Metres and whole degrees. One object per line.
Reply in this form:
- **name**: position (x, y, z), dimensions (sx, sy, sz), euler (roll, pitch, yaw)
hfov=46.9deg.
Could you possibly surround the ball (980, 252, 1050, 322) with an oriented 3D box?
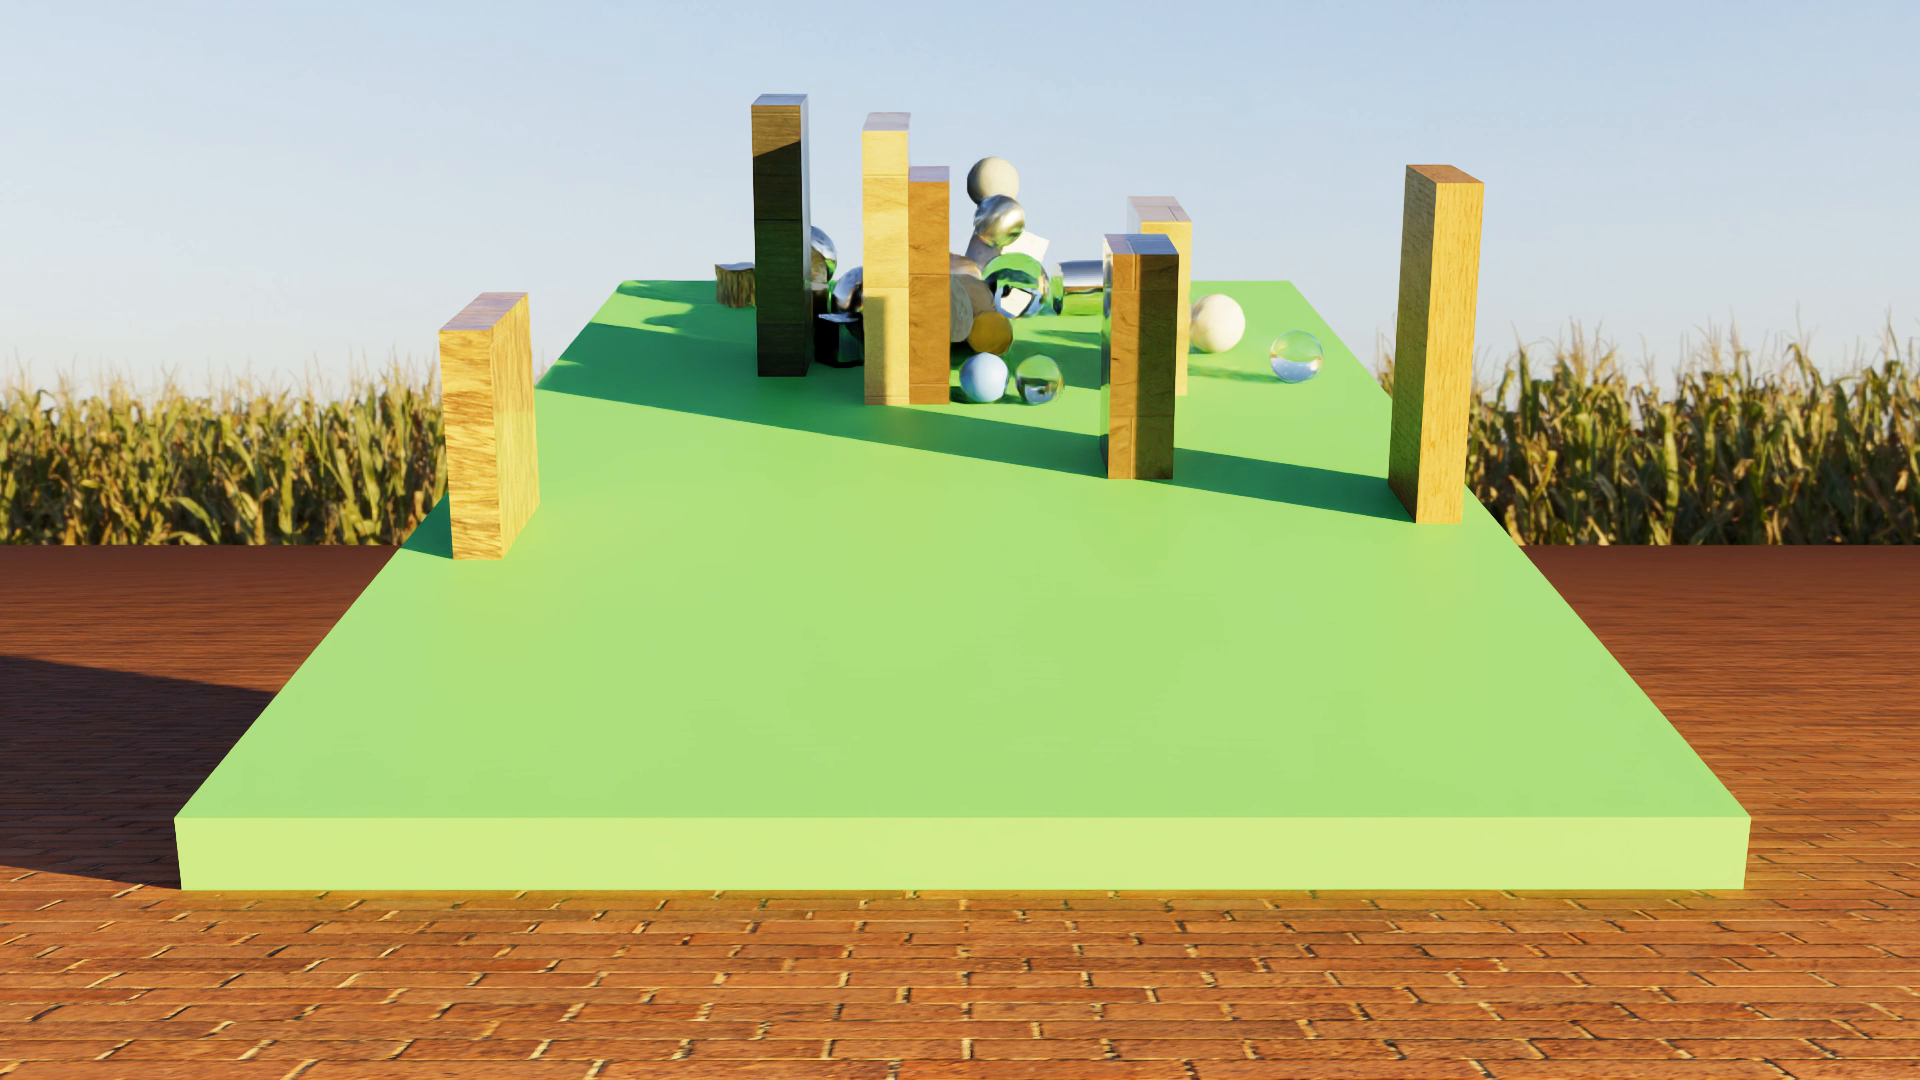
- **ball**: position (0.142, -0.660, 5.762), dimensions (0.181, 0.181, 0.181), euler (0, 0, 0)

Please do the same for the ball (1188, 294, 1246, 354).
- **ball**: position (0.643, -0.546, 5.589), dimensions (0.152, 0.152, 0.152), euler (0, 0, 0)

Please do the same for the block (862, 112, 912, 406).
- **block**: position (-0.167, -0.663, 5.159), dimensions (0.101, 0.617, 0.420), euler (0, 16, 0)

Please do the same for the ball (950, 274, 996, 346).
- **ball**: position (0.001, -0.587, 5.651), dimensions (0.185, 0.185, 0.185), euler (0, 0, 0)

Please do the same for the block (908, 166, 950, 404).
- **block**: position (-0.069, -0.592, 5.116), dimensions (0.092, 0.505, 0.290), euler (0, 16, 0)

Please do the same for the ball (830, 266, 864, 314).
- **ball**: position (-0.232, -0.607, 5.698), dimensions (0.204, 0.204, 0.204), euler (0, 0, 0)

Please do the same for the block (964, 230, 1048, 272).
- **block**: position (0.124, -0.794, 6.141), dimensions (0.147, 0.147, 0.147), euler (16, 5, -41)

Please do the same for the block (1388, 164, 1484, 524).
- **block**: position (0.889, -0.372, 4.154), dimensions (0.084, 0.629, 0.280), euler (0, 16, 0)

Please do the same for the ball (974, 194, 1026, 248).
- **ball**: position (0.106, -0.857, 5.942), dimensions (0.140, 0.140, 0.140), euler (0, 0, 0)

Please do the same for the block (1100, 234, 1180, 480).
- **block**: position (0.360, -0.375, 4.478), dimensions (0.129, 0.451, 0.266), euler (0, 16, 0)

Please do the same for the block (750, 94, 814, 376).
- **block**: position (-0.430, -0.745, 5.387), dimensions (0.115, 0.645, 0.297), euler (0, 16, 0)

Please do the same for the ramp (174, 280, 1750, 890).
- **ramp**: position (-0.002, -0.166, 4.740), dimensions (2.000, 0.100, 4.000), euler (0, 16, 0)

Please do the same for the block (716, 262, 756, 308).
- **block**: position (-0.617, -0.720, 6.254), dimensions (0.107, 0.107, 0.107), euler (-9, 19, -28)

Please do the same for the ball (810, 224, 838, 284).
- **ball**: position (-0.455, -0.813, 6.401), dimensions (0.202, 0.202, 0.202), euler (0, 0, 0)

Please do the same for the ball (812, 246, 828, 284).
- **ball**: position (-0.468, -0.740, 6.158), dimensions (0.198, 0.198, 0.198), euler (0, 0, 0)

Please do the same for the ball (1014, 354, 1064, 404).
- **ball**: position (0.179, -0.365, 5.040), dimensions (0.113, 0.113, 0.113), euler (0, 0, 0)

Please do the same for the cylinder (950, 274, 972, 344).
- **cylinder**: position (-0.090, -0.559, 5.498), dimensions (0.175, 0.175, 0.175), euler (-12, -7, 35)

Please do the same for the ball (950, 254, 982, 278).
- **ball**: position (-0.029, -0.671, 5.932), dimensions (0.195, 0.195, 0.195), euler (0, 0, 0)

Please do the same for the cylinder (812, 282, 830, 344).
- **cylinder**: position (-0.409, -0.592, 5.765), dimensions (0.138, 0.138, 0.138), euler (0, 16, 0)

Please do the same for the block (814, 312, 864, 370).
- **block**: position (-0.281, -0.496, 5.479), dimensions (0.114, 0.114, 0.114), euler (-11, 20, -33)

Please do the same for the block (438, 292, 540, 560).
- **block**: position (-0.846, -0.213, 4.002), dimensions (0.085, 0.408, 0.371), euler (0, 16, 0)

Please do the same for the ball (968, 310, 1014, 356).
- **ball**: position (0.076, -0.515, 5.541), dimensions (0.117, 0.117, 0.117), euler (0, 0, 0)

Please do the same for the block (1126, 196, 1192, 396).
- **block**: position (0.469, -0.591, 5.291), dimensions (0.114, 0.404, 0.429), euler (0, 16, 0)

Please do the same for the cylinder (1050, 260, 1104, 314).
- **cylinder**: position (0.340, -0.695, 6.093), dimensions (0.149, 0.149, 0.149), euler (-1, 0, -12)

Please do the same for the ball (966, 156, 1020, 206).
- **ball**: position (0.092, -1.000, 6.216), dimensions (0.150, 0.150, 0.150), euler (0, 0, 0)

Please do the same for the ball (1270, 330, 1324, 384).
- **ball**: position (0.799, -0.434, 5.252), dimensions (0.127, 0.127, 0.127), euler (0, 0, 0)

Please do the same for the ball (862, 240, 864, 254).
- **ball**: position (-0.173, -0.814, 6.127), dimensions (0.195, 0.195, 0.195), euler (0, 0, 0)

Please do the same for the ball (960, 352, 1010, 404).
- **ball**: position (0.056, -0.370, 5.055), dimensions (0.115, 0.115, 0.115), euler (0, 0, 0)
